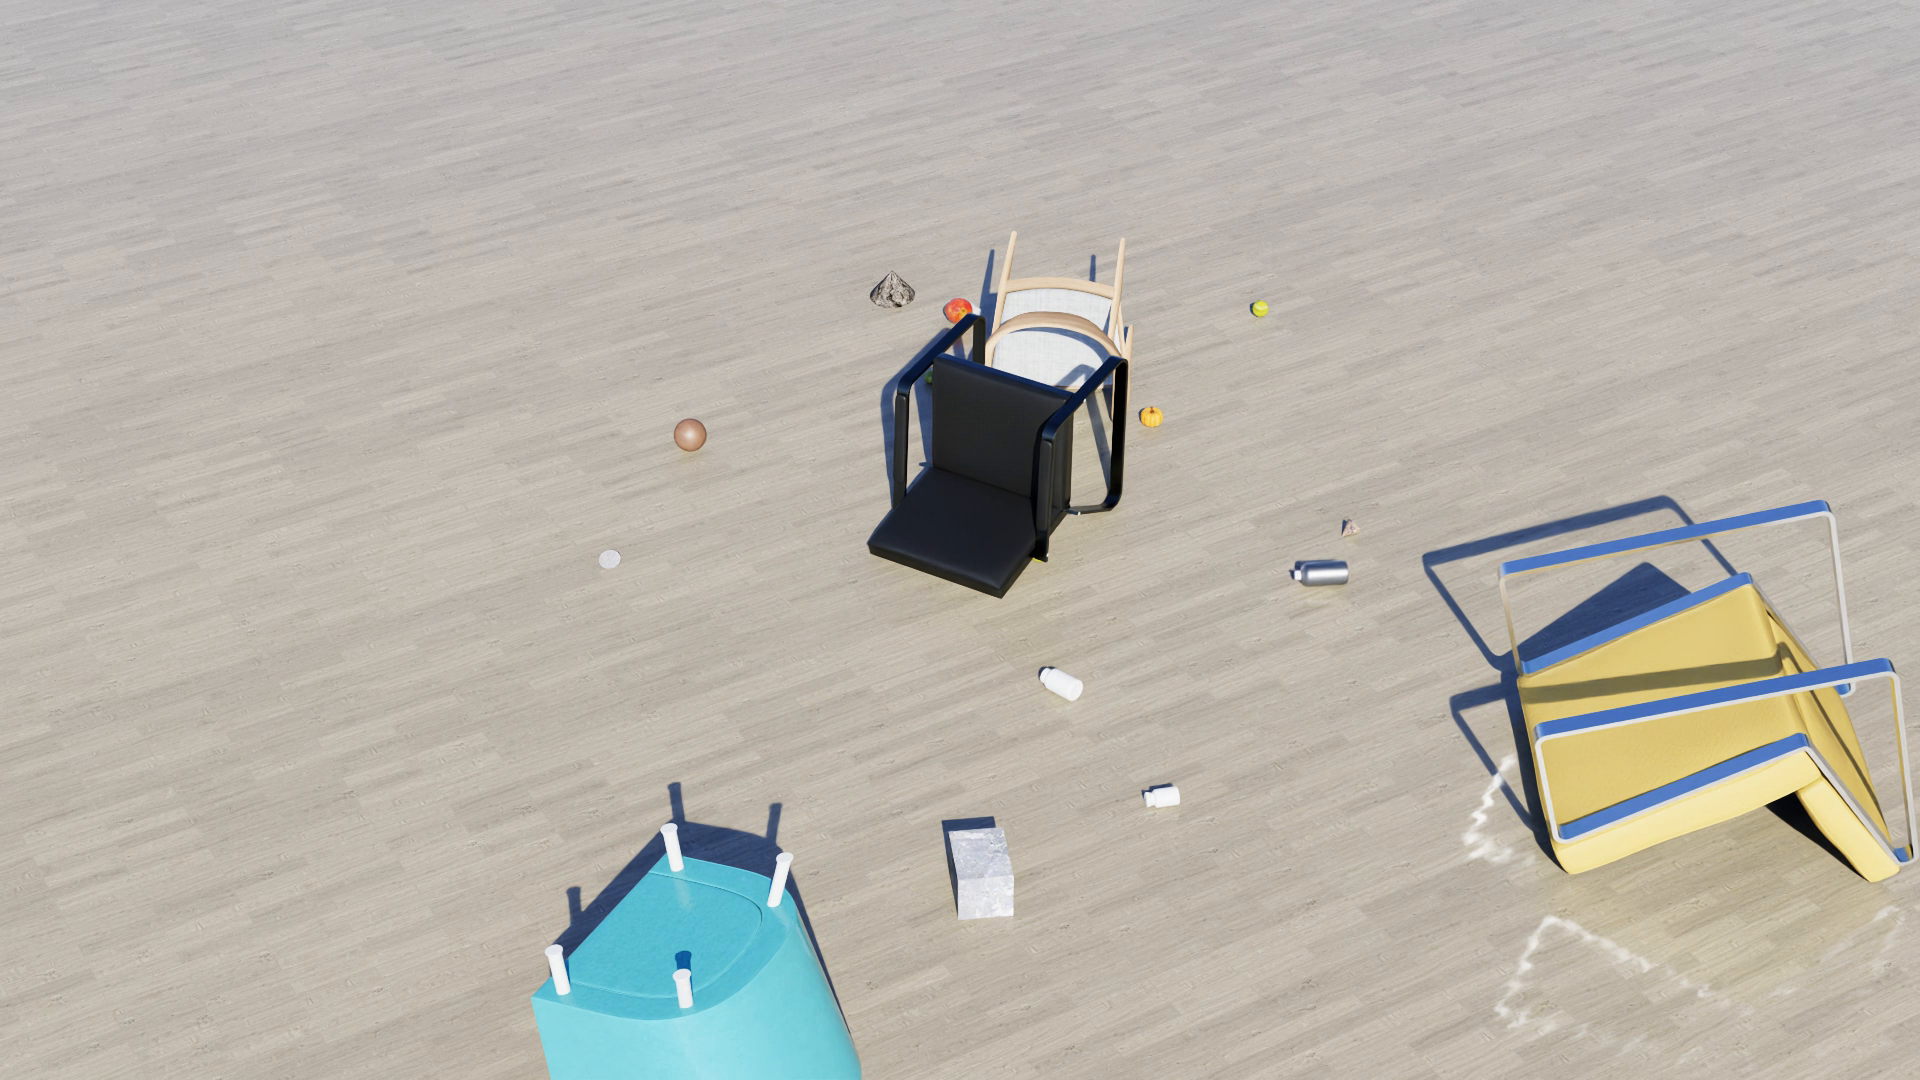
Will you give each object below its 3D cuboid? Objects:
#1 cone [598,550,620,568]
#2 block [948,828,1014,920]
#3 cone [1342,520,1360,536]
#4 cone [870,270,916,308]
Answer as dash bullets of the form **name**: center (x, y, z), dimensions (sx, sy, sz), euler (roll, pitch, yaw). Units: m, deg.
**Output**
- **cone**: center (-1.297, 0.069, 10.813), dimensions (0.080, 0.067, 0.063), euler (-12, 3, -12)
- **block**: center (0.065, 1.047, 9.209), dimensions (0.173, 0.161, 0.239), euler (-4, 34, -6)
- **cone**: center (1.449, -0.032, 10.965), dimensions (0.065, 0.066, 0.076), euler (-41, 22, -8)
- **cone**: center (-0.288, -1.097, 12.499), dimensions (0.194, 0.121, 0.232), euler (3, 33, 4)
